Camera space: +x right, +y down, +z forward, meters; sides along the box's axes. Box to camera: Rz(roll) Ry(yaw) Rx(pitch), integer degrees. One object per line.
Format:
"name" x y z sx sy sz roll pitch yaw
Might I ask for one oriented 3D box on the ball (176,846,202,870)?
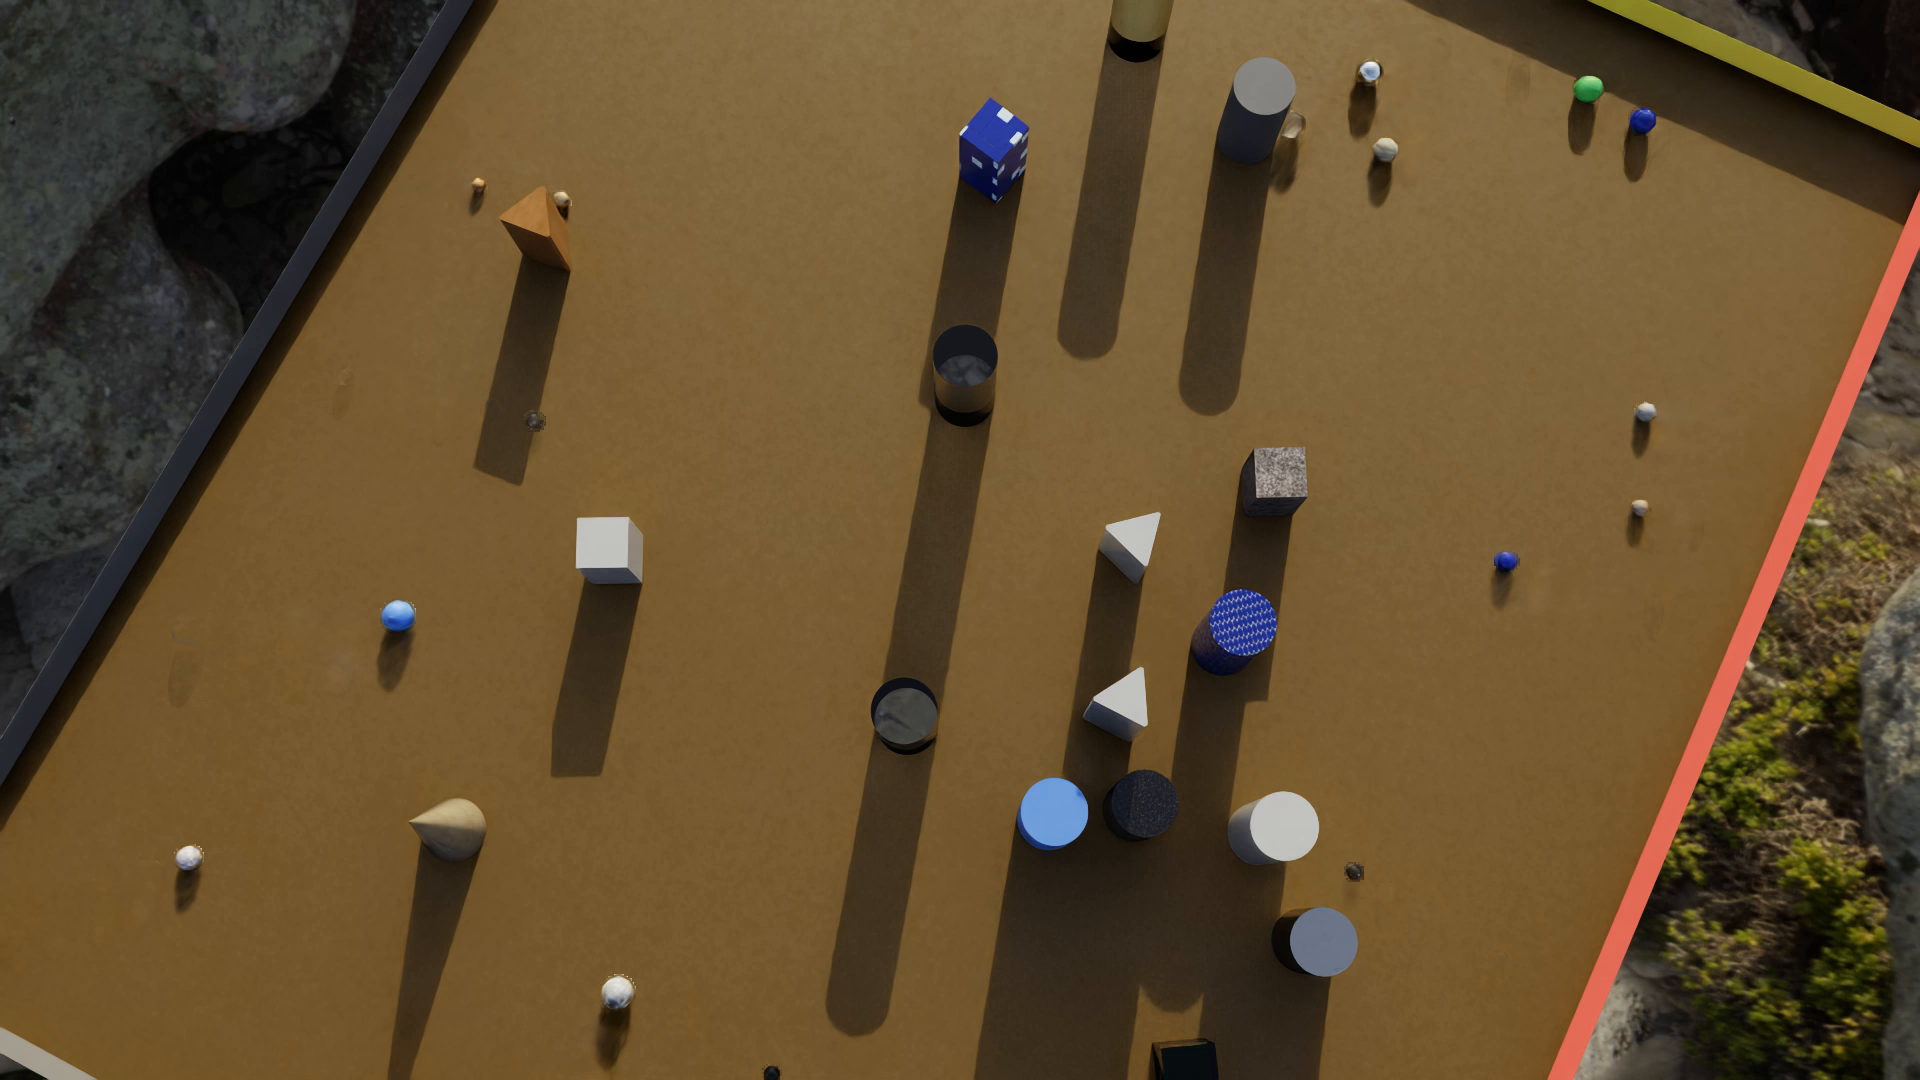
"ball" -2.268 0.935 5.388 0.069 0.069 0.069 0 78 0

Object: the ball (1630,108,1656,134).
"ball" 2.180 -1.338 5.852 0.081 0.081 0.081 0 78 0

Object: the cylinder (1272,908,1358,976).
"cylinder" 1.007 1.143 5.221 0.188 0.312 0.188 0 78 0

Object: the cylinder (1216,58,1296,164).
"cylinder" 0.919 -1.333 5.707 0.188 0.363 0.188 0 78 0

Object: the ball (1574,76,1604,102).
"ball" 2.015 -1.445 5.871 0.087 0.087 0.087 0 78 0

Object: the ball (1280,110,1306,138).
"ball" 1.057 -1.323 5.838 0.089 0.089 0.089 0 78 0

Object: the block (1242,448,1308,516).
"block" 0.946 -0.174 5.525 0.150 0.250 0.150 -1 78 0

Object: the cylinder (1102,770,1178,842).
"cylinder" 0.519 0.770 5.292 0.188 0.324 0.188 0 78 0

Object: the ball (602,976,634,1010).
"ball" -0.990 1.310 5.298 0.092 0.092 0.092 0 78 0

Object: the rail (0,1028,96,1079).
"rail" -1.130 2.219 5.094 4.497 0.122 0.045 26 80 5

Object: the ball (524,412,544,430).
"ball" -1.316 -0.367 5.664 0.056 0.056 0.056 0 78 0

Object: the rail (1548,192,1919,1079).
"rail" 1.990 0.981 5.350 0.045 0.122 5.100 26 80 5

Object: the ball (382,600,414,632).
"ball" -1.693 0.229 5.521 0.094 0.094 0.094 0 78 0

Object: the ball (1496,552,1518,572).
"ball" 1.662 0.066 5.572 0.061 0.061 0.061 0 78 0

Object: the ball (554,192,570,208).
"ball" -1.265 -1.079 5.814 0.051 0.051 0.051 0 78 0

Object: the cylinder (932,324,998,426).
"cylinder" 0.015 -0.487 5.494 0.188 0.437 0.188 0 78 0

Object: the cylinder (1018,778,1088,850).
"cylinder" 0.263 0.792 5.274 0.188 0.351 0.188 0 78 0

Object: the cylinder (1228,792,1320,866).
"cylinder" 0.886 0.826 5.220 0.188 0.442 0.188 0 78 0

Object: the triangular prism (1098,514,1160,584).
"triangular prism" 0.531 0.000 5.464 0.141 0.298 0.163 -44 82 -8

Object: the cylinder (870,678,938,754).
"cylinder" -0.158 0.516 5.329 0.188 0.354 0.188 0 78 0

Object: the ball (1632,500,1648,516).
"ball" 2.082 -0.099 5.610 0.052 0.052 0.052 0 78 0

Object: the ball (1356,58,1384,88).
"ball" 1.314 -1.499 5.882 0.088 0.088 0.088 0 78 0

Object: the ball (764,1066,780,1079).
"ball" -0.542 1.536 5.275 0.046 0.046 0.046 0 78 0

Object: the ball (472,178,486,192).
"ball" -1.532 -1.129 5.829 0.041 0.041 0.041 0 78 0

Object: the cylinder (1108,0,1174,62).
"cylinder" 0.573 -1.683 5.741 0.188 0.438 0.188 0 78 0

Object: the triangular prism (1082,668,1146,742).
"triangular prism" 0.472 0.460 5.285 0.163 0.462 0.141 27 80 5

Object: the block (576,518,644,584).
"block" -1.045 0.033 5.479 0.150 0.255 0.150 -1 78 0

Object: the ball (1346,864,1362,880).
"ball" 1.160 0.977 5.390 0.047 0.047 0.047 0 78 0

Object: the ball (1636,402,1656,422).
"ball" 2.123 -0.395 5.668 0.058 0.058 0.058 0 78 0

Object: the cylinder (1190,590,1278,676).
"cylinder" 0.794 0.274 5.341 0.188 0.429 0.188 0 78 0

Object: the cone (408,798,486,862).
"cone" -1.500 0.813 5.209 0.188 0.469 0.188 0 78 0

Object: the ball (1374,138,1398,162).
"ball" 1.355 -1.242 5.834 0.078 0.078 0.078 0 78 0

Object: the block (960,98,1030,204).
"block" 0.103 -1.206 5.701 0.150 0.324 0.150 38 81 7

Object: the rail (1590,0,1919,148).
"rail" 1.130 -2.206 6.009 4.497 0.122 0.045 26 80 5

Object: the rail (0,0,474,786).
"rail" -1.990 -0.968 5.753 0.045 0.122 5.100 26 80 5

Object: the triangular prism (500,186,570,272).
"triangular prism" -1.283 -0.973 5.663 0.163 0.303 0.141 21 79 4

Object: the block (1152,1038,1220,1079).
"block" 0.639 1.501 5.185 0.150 0.236 0.150 -5 78 -1
